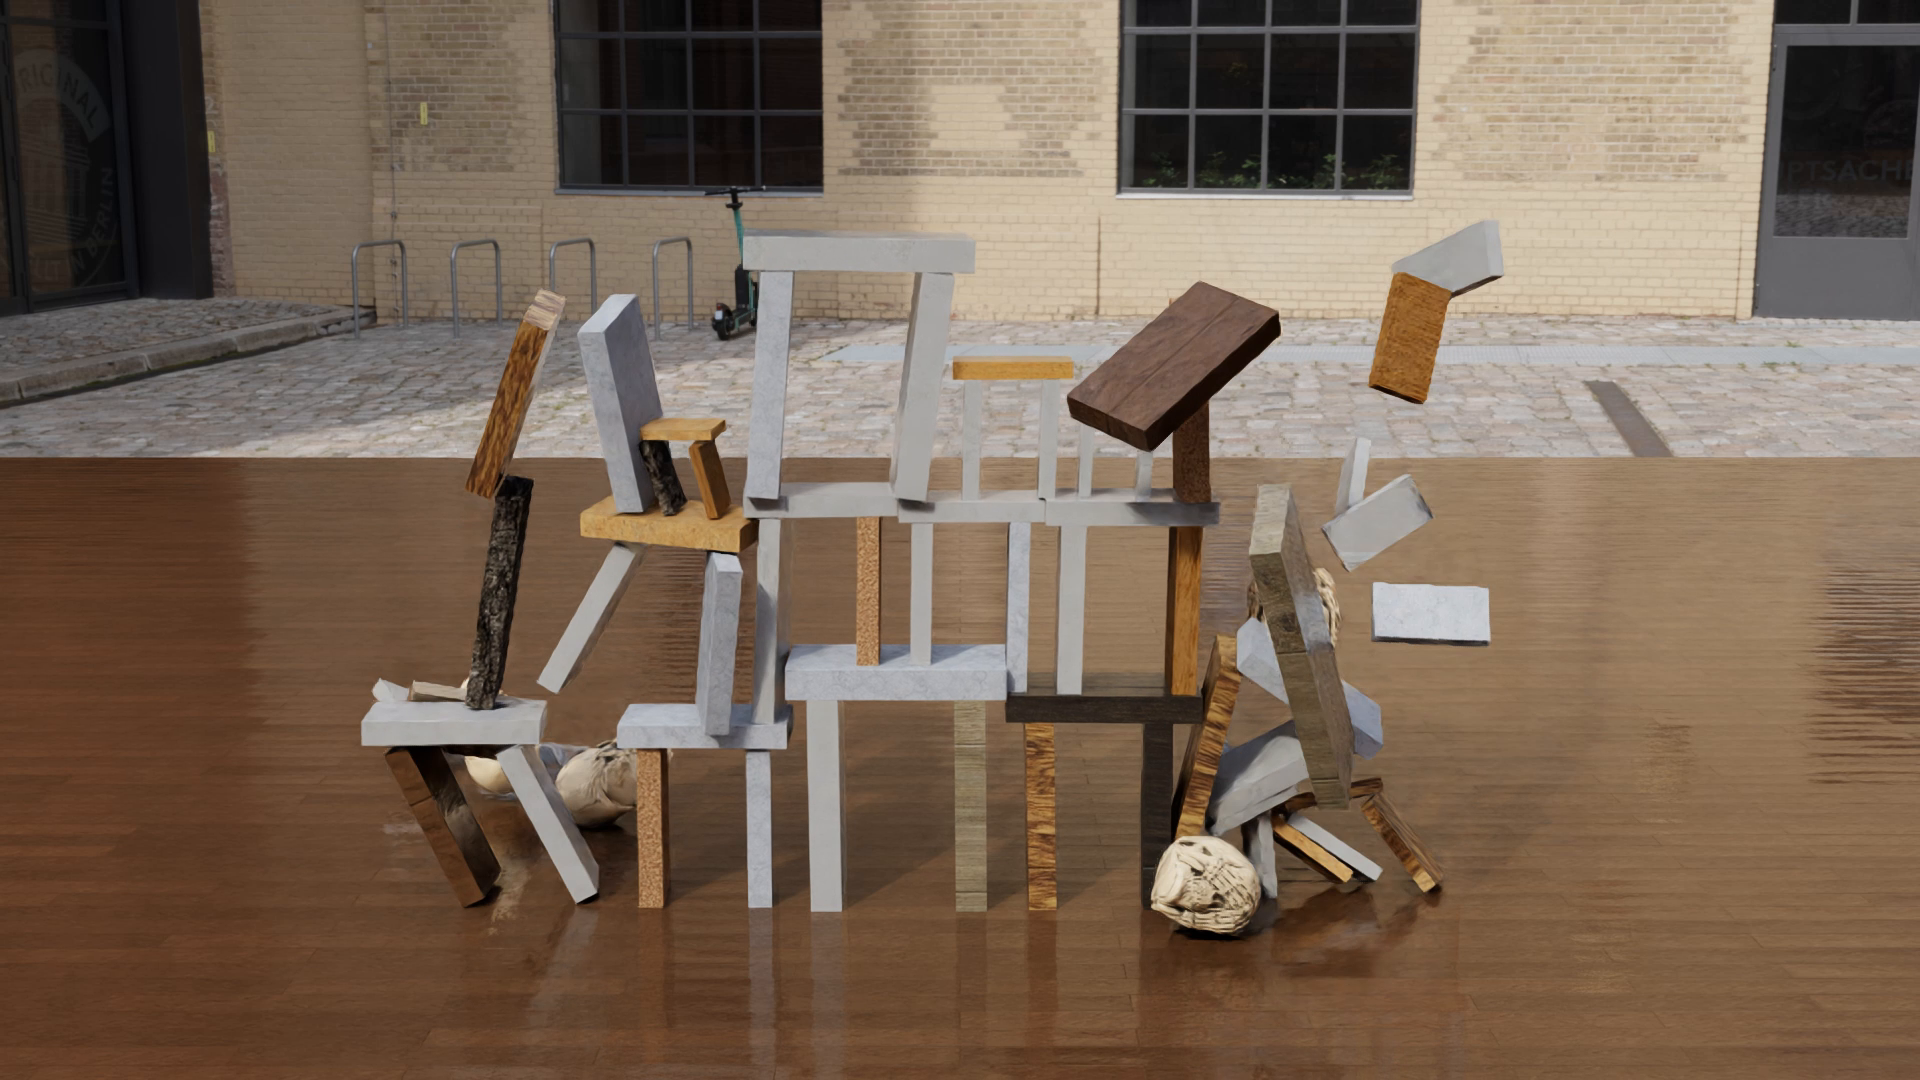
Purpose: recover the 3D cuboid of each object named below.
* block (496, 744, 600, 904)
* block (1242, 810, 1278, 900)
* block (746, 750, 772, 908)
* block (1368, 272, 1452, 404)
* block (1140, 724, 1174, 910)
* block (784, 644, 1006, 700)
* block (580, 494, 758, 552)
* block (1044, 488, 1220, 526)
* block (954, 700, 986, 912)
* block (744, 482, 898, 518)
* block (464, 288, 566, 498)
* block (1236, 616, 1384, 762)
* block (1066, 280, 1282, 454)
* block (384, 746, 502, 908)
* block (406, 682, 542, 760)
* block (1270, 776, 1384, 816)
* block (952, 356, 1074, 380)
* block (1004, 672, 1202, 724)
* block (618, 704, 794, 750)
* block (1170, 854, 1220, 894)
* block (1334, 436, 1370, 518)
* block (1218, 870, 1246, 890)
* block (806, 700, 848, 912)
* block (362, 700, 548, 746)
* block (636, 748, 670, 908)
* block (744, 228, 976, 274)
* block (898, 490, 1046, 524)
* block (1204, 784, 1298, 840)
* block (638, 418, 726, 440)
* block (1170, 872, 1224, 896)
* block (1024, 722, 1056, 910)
[{"bbox_3d":[-0.683,0.453,3.652,0.040,0.282,0.141,-27,12,-4],"label":"block"},{"bbox_3d":[0.497,0.507,3.663,0.023,0.162,0.081,-10,13,-13],"label":"block"},{"bbox_3d":[-0.333,0.456,3.644,0.039,0.273,0.136,-1,11,-5],"label":"block"},{"bbox_3d":[0.697,-0.313,3.410,0.092,0.184,0.026,17,-9,-21],"label":"block"},{"bbox_3d":[0.325,0.435,3.641,0.045,0.315,0.157,1,11,3],"label":"block"},{"bbox_3d":[-0.103,0.216,3.602,0.355,0.050,0.177,0,11,0],"label":"block"},{"bbox_3d":[-0.458,-0.029,3.543,0.271,0.038,0.135,6,16,14],"label":"block"},{"bbox_3d":[0.274,-0.054,3.547,0.275,0.039,0.138,0,11,0],"label":"block"},{"bbox_3d":[0.017,0.415,3.640,0.050,0.355,0.177,0,11,0],"label":"block"},{"bbox_3d":[-0.225,-0.065,3.538,0.244,0.035,0.122,-1,12,-4],"label":"block"},{"bbox_3d":[-0.712,-0.235,3.526,0.044,0.310,0.155,21,25,-8],"label":"block"},{"bbox_3d":[0.558,0.236,3.509,0.263,0.037,0.131,35,24,-8],"label":"block"},{"bbox_3d":[0.321,-0.262,3.279,0.154,0.044,0.309,28,58,38],"label":"block"},{"bbox_3d":[-0.854,0.455,3.646,0.040,0.282,0.141,-24,10,4],"label":"block"},{"bbox_3d":[-0.835,0.313,3.755,0.229,0.114,0.032,12,29,-25],"label":"block"},{"bbox_3d":[0.621,0.435,3.731,0.175,0.025,0.087,-11,-10,-11],"label":"block"},{"bbox_3d":[0.083,-0.275,3.512,0.190,0.027,0.095,0,11,0],"label":"block"},{"bbox_3d":[0.232,0.258,3.606,0.315,0.045,0.157,0,11,0],"label":"block"},{"bbox_3d":[-0.414,0.305,3.604,0.273,0.039,0.136,0,11,0],"label":"block"},{"bbox_3d":[0.389,0.545,3.639,0.092,0.046,0.013,29,-41,-22],"label":"block"},{"bbox_3d":[0.677,-0.089,3.808,0.024,0.085,0.171,17,49,-1],"label":"block"},{"bbox_3d":[0.431,0.564,3.690,0.092,0.013,0.046,13,9,19],"label":"block"},{"bbox_3d":[-0.219,0.415,3.640,0.050,0.355,0.177,0,11,0],"label":"block"},{"bbox_3d":[-0.826,0.300,3.609,0.282,0.040,0.141,0,9,-6],"label":"block"},{"bbox_3d":[-0.508,0.456,3.643,0.039,0.273,0.136,0,11,-3],"label":"block"},{"bbox_3d":[-0.161,-0.455,3.460,0.355,0.050,0.178,0,12,-5],"label":"block"},{"bbox_3d":[0.019,-0.055,3.548,0.233,0.033,0.117,0,11,0],"label":"block"},{"bbox_3d":[0.477,0.425,3.617,0.162,0.023,0.081,-31,19,15],"label":"block"},{"bbox_3d":[-0.440,-0.175,3.485,0.123,0.017,0.062,1,20,16],"label":"block"},{"bbox_3d":[0.397,0.574,3.681,0.092,0.013,0.046,10,11,4],"label":"block"},{"bbox_3d":[0.132,0.435,3.640,0.045,0.315,0.158,-1,11,0],"label":"block"}]
